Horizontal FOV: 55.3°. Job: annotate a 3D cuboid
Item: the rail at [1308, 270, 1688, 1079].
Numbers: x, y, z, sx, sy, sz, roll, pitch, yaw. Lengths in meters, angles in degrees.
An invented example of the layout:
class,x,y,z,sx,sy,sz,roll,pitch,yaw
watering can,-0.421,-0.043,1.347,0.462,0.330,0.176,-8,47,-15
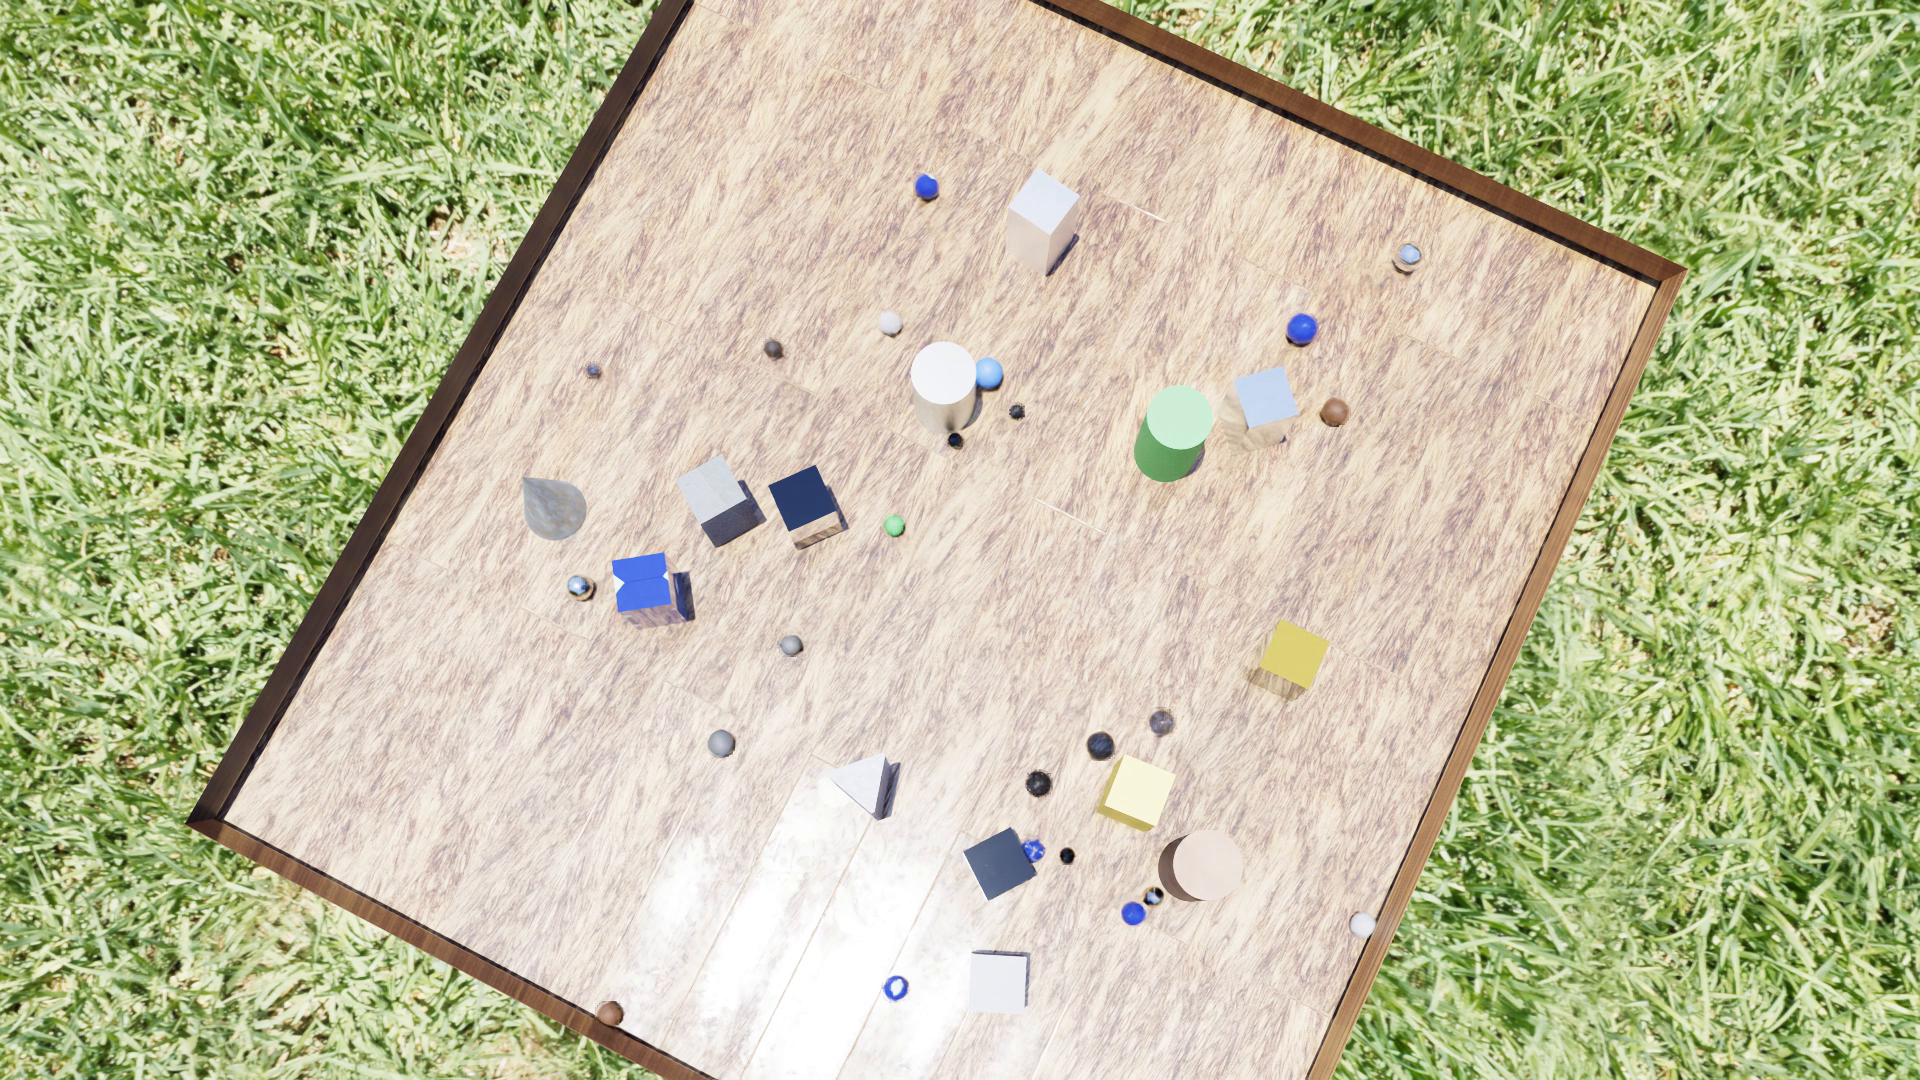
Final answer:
class,x,y,z,sx,sy,sz,roll,pitch,yaw
rail,1.441,0.712,5.405,0.045,0.124,3.536,26,80,5

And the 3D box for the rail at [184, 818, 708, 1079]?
class,x,y,z,sx,sy,sz,roll,pitch,yaw
rail,-0.780,1.534,5.235,3.270,0.124,0.045,26,80,5

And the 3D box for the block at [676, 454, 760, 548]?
class,x,y,z,sx,sy,sz,roll,pitch,yaw
block,-0.721,-0.112,5.465,0.153,0.341,0.153,-30,80,-6

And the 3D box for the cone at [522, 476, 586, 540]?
class,x,y,z,sx,sy,sz,roll,pitch,yaw
cone,-1.244,-0.136,5.419,0.191,0.442,0.191,0,78,0

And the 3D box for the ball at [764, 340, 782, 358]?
class,x,y,z,sx,sy,sz,roll,pitch,yaw
ball,-0.581,-0.594,5.710,0.058,0.058,0.058,0,78,0

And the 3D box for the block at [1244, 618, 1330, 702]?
class,x,y,z,sx,sy,sz,roll,pitch,yaw
block,0.959,0.356,5.393,0.153,0.292,0.153,25,79,5

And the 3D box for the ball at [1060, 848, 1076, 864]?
class,x,y,z,sx,sy,sz,roll,pitch,yaw
ball,0.316,0.931,5.399,0.048,0.048,0.048,0,78,0

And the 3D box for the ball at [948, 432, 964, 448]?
class,x,y,z,sx,sy,sz,roll,pitch,yaw
ball,-0.015,-0.307,5.655,0.049,0.049,0.049,0,78,0

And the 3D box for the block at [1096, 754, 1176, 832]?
class,x,y,z,sx,sy,sz,roll,pitch,yaw
block,0.504,0.734,5.286,0.153,0.350,0.153,22,79,4

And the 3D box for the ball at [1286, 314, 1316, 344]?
class,x,y,z,sx,sy,sz,roll,pitch,yaw
ball,1.063,-0.657,5.704,0.095,0.095,0.095,0,78,0

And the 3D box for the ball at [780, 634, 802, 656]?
class,x,y,z,sx,sy,sz,roll,pitch,yaw
ball,-0.509,0.317,5.518,0.064,0.064,0.064,0,78,0

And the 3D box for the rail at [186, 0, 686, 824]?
class,x,y,z,sx,sy,sz,roll,pitch,yaw
rail,-1.441,-0.699,5.697,0.045,0.124,3.536,26,80,5

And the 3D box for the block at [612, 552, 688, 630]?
class,x,y,z,sx,sy,sz,roll,pitch,yaw
block,-0.914,0.154,5.419,0.153,0.325,0.153,-9,78,-2

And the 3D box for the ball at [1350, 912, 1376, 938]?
class,x,y,z,sx,sy,sz,roll,pitch,yaw
ball,1.176,1.122,5.346,0.074,0.074,0.074,0,78,0

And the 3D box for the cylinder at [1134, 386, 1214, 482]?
class,x,y,z,sx,sy,sz,roll,pitch,yaw
cylinder,0.633,-0.312,5.474,0.191,0.406,0.191,0,78,0

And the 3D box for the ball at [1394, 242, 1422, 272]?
class,x,y,z,sx,sy,sz,roll,pitch,yaw
ball,1.408,-0.889,5.755,0.089,0.089,0.089,0,78,0

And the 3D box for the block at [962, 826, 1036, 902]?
class,x,y,z,sx,sy,sz,roll,pitch,yaw
block,0.111,0.939,5.298,0.153,0.242,0.153,-27,80,-5

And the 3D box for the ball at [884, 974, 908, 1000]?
class,x,y,z,sx,sy,sz,roll,pitch,yaw
ball,-0.186,1.298,5.311,0.073,0.073,0.073,0,78,0

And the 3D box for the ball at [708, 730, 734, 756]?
class,x,y,z,sx,sy,sz,roll,pitch,yaw
ball,-0.711,0.604,5.451,0.080,0.080,0.080,0,78,0

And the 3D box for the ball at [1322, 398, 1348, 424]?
class,x,y,z,sx,sy,sz,roll,pitch,yaw
ball,1.157,-0.397,5.656,0.083,0.083,0.083,0,78,0

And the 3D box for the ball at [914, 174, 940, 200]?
class,x,y,z,sx,sy,sz,roll,pitch,yaw
ball,-0.105,-1.119,5.809,0.077,0.077,0.077,0,78,0

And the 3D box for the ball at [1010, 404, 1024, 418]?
class,x,y,z,sx,sy,sz,roll,pitch,yaw
ball,0.175,-0.398,5.675,0.046,0.046,0.046,0,78,0

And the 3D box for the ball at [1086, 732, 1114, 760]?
class,x,y,z,sx,sy,sz,roll,pitch,yaw
ball,0.417,0.611,5.446,0.086,0.086,0.086,0,78,0

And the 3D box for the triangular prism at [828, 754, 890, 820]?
class,x,y,z,sx,sy,sz,roll,pitch,yaw
triangular prism,-0.256,0.686,5.261,0.166,0.418,0.144,40,81,8

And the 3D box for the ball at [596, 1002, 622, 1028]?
class,x,y,z,sx,sy,sz,roll,pitch,yaw
ball,-1.014,1.373,5.297,0.070,0.070,0.070,0,78,0

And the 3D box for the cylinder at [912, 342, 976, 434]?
class,x,y,z,sx,sy,sz,roll,pitch,yaw
cylinder,-0.048,-0.456,5.539,0.191,0.336,0.191,0,78,0

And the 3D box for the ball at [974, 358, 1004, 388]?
class,x,y,z,sx,sy,sz,roll,pitch,yaw
ball,0.086,-0.516,5.675,0.096,0.096,0.096,0,78,0

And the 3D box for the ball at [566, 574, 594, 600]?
class,x,y,z,sx,sy,sz,roll,pitch,yaw
ball,-1.151,0.142,5.546,0.081,0.081,0.081,0,78,0

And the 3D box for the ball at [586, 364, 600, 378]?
class,x,y,z,sx,sy,sz,roll,pitch,yaw
ball,-1.141,-0.527,5.703,0.045,0.045,0.045,0,78,0

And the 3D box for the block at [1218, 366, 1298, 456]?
class,x,y,z,sx,sy,sz,roll,pitch,yaw
block,0.894,-0.384,5.521,0.153,0.342,0.153,-16,79,-3

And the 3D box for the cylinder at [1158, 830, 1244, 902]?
class,x,y,z,sx,sy,sz,roll,pitch,yaw
cylinder,0.680,0.931,5.218,0.191,0.404,0.191,0,78,0

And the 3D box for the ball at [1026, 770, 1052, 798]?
class,x,y,z,sx,sy,sz,roll,pitch,yaw
ball,0.232,0.723,5.427,0.078,0.078,0.078,0,78,0

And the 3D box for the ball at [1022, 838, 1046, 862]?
class,x,y,z,sx,sy,sz,roll,pitch,yaw
ball,0.215,0.913,5.391,0.072,0.072,0.072,0,78,0

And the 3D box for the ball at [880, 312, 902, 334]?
class,x,y,z,sx,sy,sz,roll,pitch,yaw
ball,-0.217,-0.678,5.720,0.071,0.071,0.071,0,78,0

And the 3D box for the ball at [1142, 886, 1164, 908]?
class,x,y,z,sx,sy,sz,roll,pitch,yaw
ball,0.567,1.045,5.368,0.063,0.063,0.063,0,78,0

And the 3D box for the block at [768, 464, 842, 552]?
class,x,y,z,sx,sy,sz,roll,pitch,yaw
block,-0.461,-0.094,5.491,0.153,0.283,0.153,-24,79,-5

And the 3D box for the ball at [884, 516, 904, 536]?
class,x,y,z,sx,sy,sz,roll,pitch,yaw
ball,-0.200,-0.044,5.594,0.062,0.062,0.062,0,78,0

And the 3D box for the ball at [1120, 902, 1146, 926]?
class,x,y,z,sx,sy,sz,roll,pitch,yaw
ball,0.505,1.092,5.354,0.071,0.071,0.071,0,78,0

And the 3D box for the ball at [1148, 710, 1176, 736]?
class,x,y,z,sx,sy,sz,roll,pitch,yaw
ball,0.603,0.545,5.464,0.078,0.078,0.078,0,78,0

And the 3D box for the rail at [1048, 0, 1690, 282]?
class,x,y,z,sx,sy,sz,roll,pitch,yaw
rail,0.780,-1.521,5.867,3.270,0.124,0.045,26,80,5

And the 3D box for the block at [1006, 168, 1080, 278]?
class,x,y,z,sx,sy,sz,roll,pitch,yaw
block,0.250,-0.971,5.632,0.153,0.363,0.153,35,80,7

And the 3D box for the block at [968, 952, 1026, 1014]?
class,x,y,z,sx,sy,sz,roll,pitch,yaw
block,0.103,1.254,5.195,0.153,0.317,0.153,3,78,1
